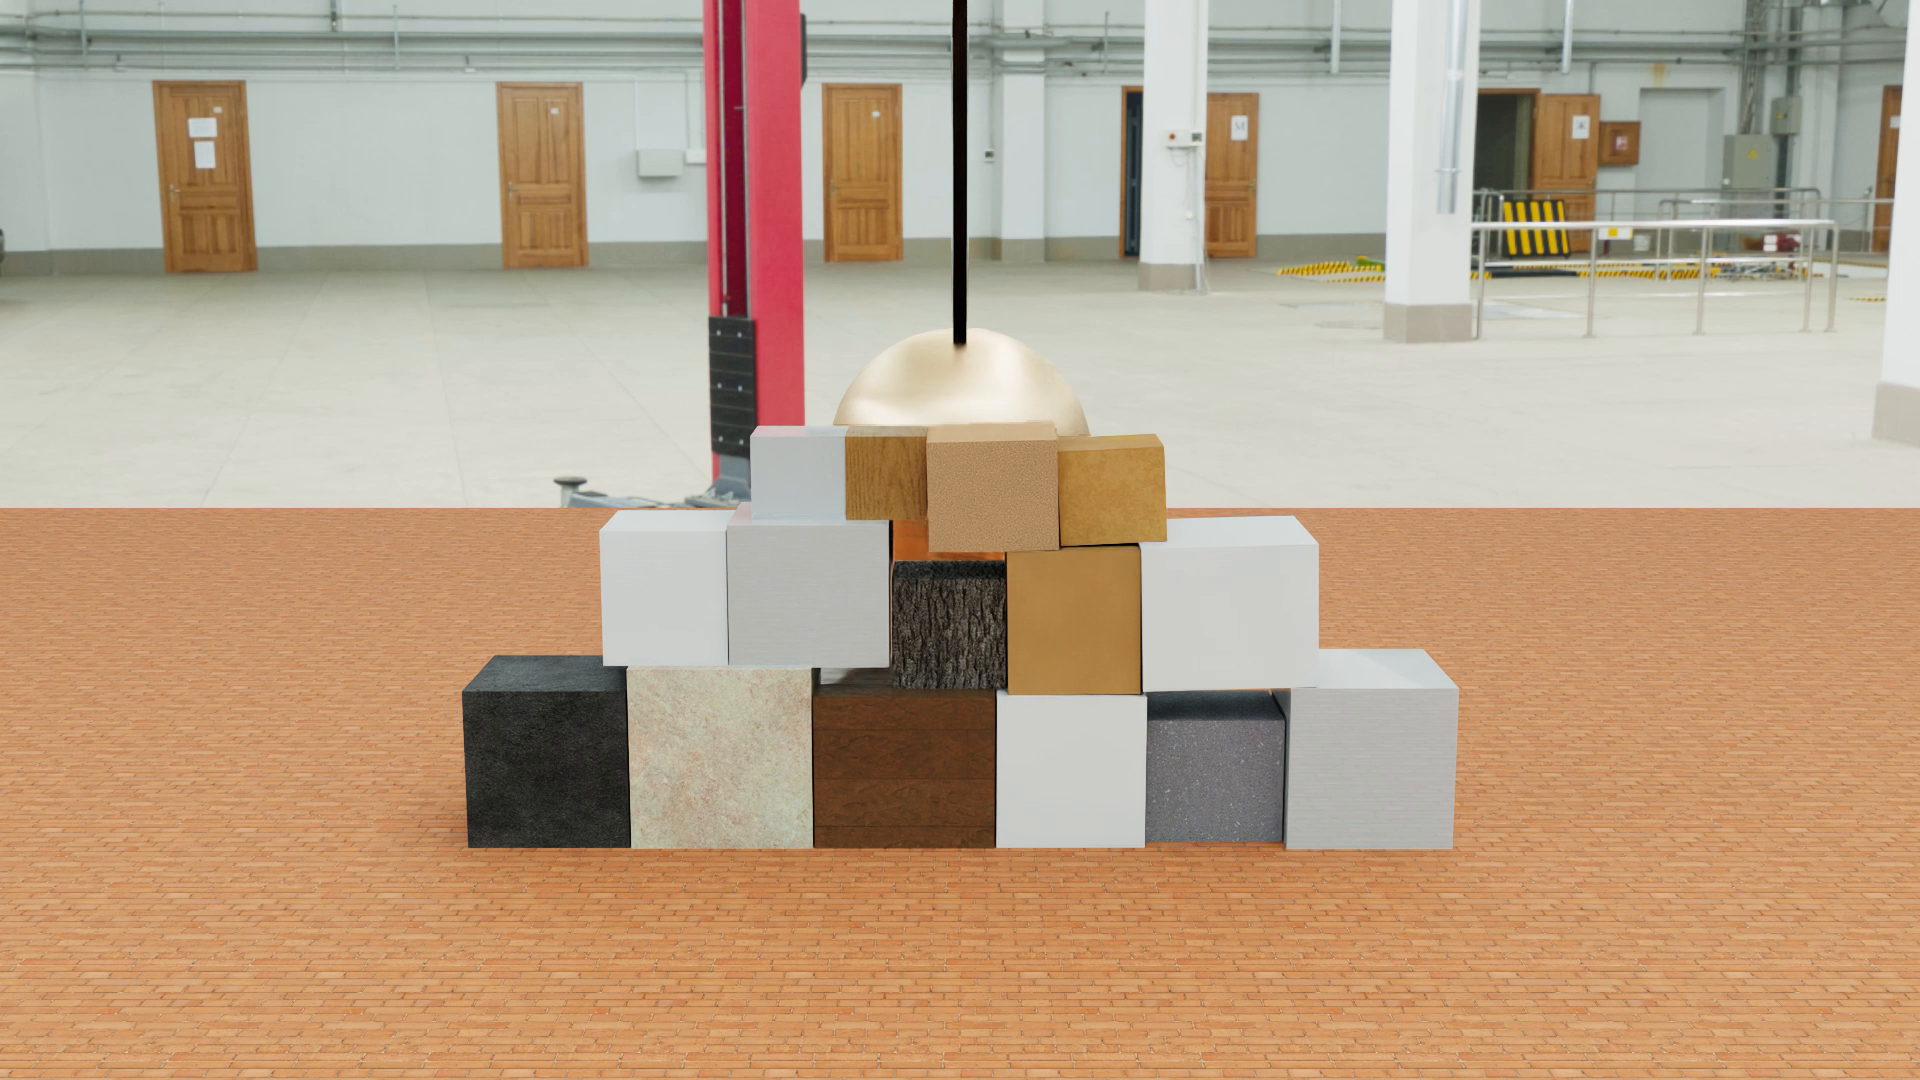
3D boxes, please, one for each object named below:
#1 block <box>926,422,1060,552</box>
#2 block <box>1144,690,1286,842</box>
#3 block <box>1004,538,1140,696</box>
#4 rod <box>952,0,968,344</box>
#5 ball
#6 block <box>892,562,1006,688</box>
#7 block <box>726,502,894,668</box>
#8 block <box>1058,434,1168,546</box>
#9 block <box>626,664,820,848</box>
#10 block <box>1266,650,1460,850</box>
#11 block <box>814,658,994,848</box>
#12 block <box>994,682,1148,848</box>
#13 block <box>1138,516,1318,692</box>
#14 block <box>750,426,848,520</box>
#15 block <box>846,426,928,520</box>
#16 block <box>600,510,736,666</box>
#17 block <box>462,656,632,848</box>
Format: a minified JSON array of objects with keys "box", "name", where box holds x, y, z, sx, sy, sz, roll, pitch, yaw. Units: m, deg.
[{"box":[0.162,-0.273,11.148,0.643,0.550,0.662,-1,10,0],"name":"block"},{"box":[1.285,1.164,11.392,0.691,0.635,0.622,0,10,0],"name":"block"},{"box":[0.565,0.354,11.230,0.659,0.723,0.683,-1,10,0],"name":"block"},{"box":[0.000,-3.403,11.475,0.080,5.200,0.080,0,31,0],"name":"rod"},{"box":[0.000,-0.474,13.202,1.600,1.600,1.600,0,10,0],"name":"ball"},{"box":[-0.056,0.429,11.260,0.571,0.561,0.486,0,10,0],"name":"block"},{"box":[-0.749,0.217,11.212,0.794,0.717,0.713,0,10,0],"name":"block"},{"box":[0.756,-0.259,11.148,0.531,0.475,0.489,-3,10,1],"name":"block"},{"box":[-1.194,1.023,11.364,0.911,0.922,0.820,0,10,0],"name":"block"},{"box":[2.056,1.066,11.383,0.831,0.829,0.860,0,10,0],"name":"block"},{"box":[-0.278,1.089,11.388,0.902,0.783,0.848,0,10,0],"name":"block"},{"box":[0.556,1.092,11.385,0.745,0.778,0.813,0,10,0],"name":"block"},{"box":[1.334,0.312,11.248,0.869,0.721,0.828,-2,10,0],"name":"block"},{"box":[-0.803,-0.344,11.123,0.471,0.419,0.409,0,10,0],"name":"block"},{"box":[-0.367,-0.344,11.125,0.402,0.419,0.434,0,10,0],"name":"block"},{"box":[-1.467,0.236,11.204,0.622,0.682,0.618,0,10,0],"name":"block"},{"box":[-2.065,1.080,11.363,0.812,0.810,0.780,0,10,0],"name":"block"}]
